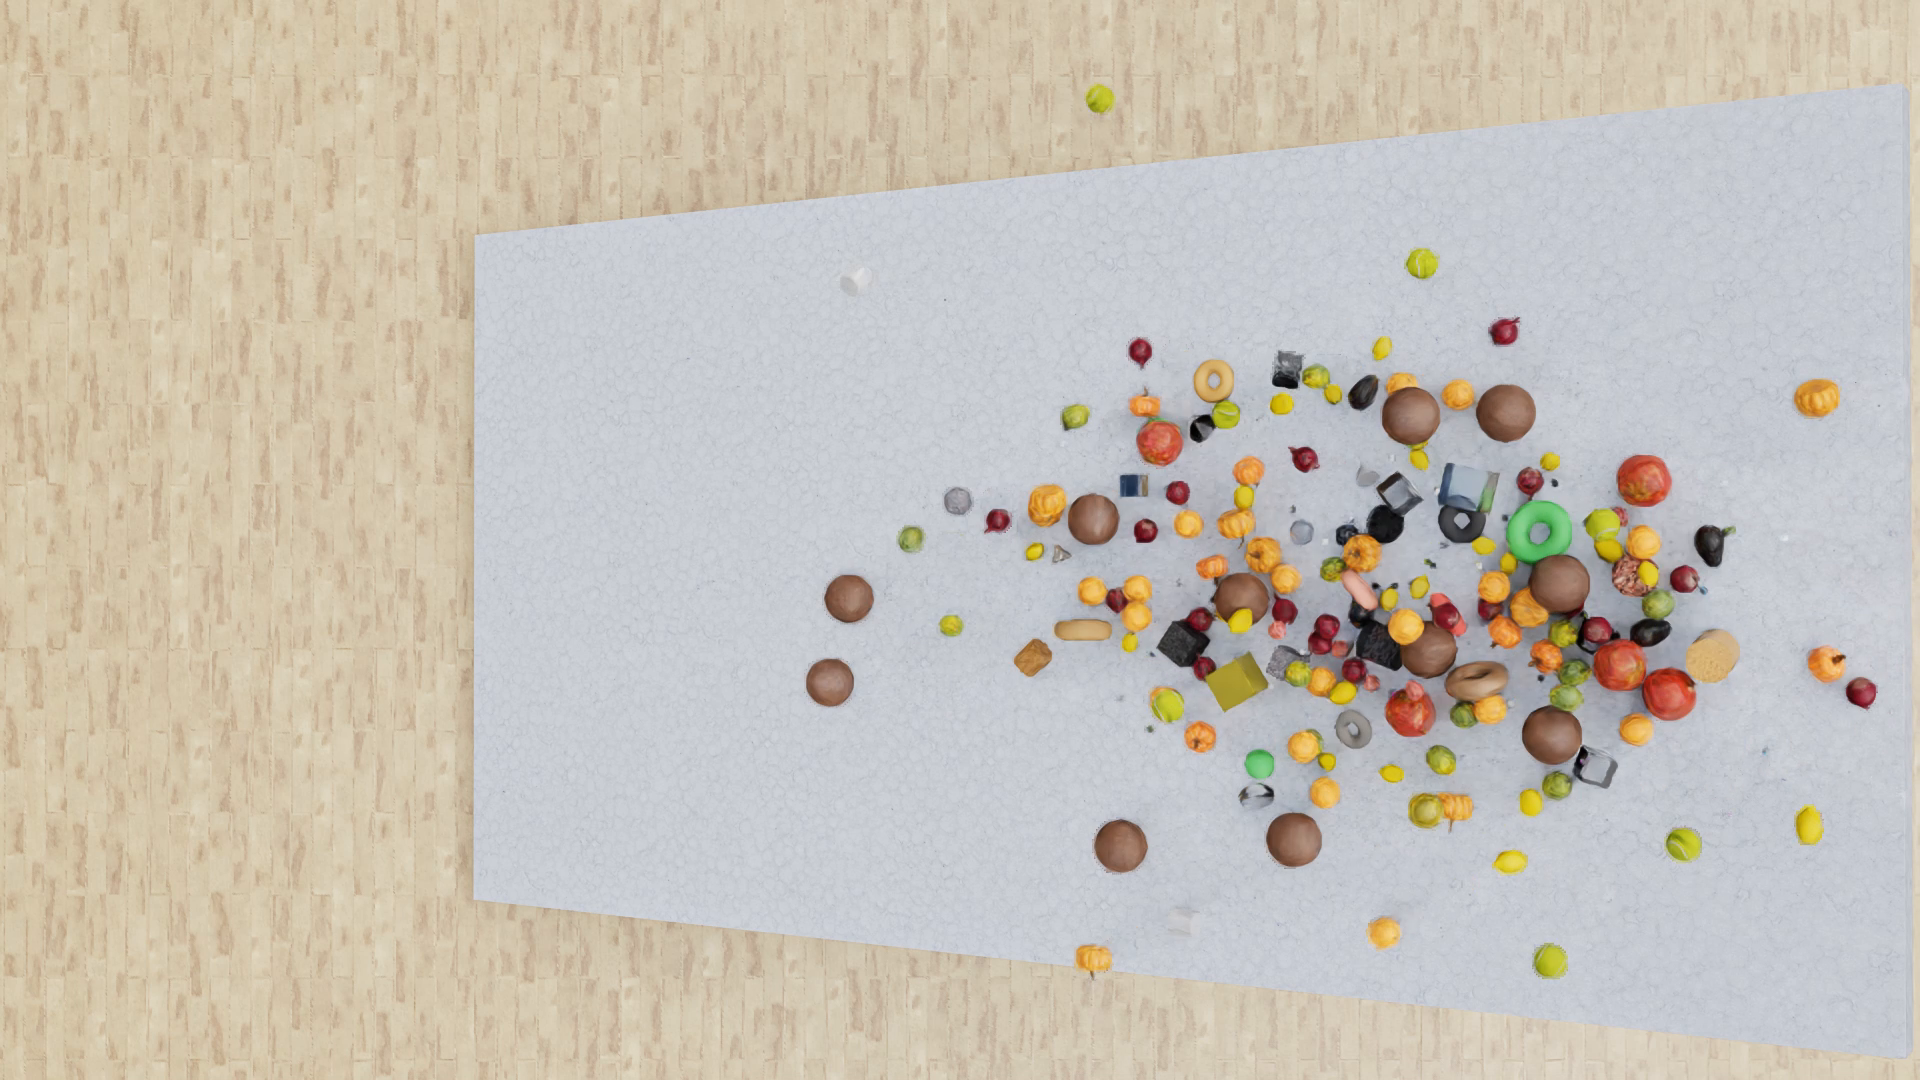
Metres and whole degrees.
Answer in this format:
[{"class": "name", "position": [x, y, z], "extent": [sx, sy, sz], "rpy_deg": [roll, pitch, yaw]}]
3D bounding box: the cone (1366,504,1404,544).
[{"class": "cone", "position": [0.961, -0.038, 5.056], "extent": [0.092, 0.092, 0.092], "rpy_deg": [0, 89, 32]}]

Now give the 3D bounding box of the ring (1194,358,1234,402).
[{"class": "ring", "position": [0.613, -0.384, 5.309], "extent": [0.108, 0.036, 0.108], "rpy_deg": [0, 90, 33]}]

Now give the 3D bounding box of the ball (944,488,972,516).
[{"class": "ball", "position": [-0.006, -0.100, 5.671], "extent": [0.071, 0.071, 0.071], "rpy_deg": [0, 89, 0]}]

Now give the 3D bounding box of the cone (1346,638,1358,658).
[{"class": "cone", "position": [0.933, 0.262, 5.111], "extent": [0.054, 0.054, 0.054], "rpy_deg": [27, 90, 2]}]

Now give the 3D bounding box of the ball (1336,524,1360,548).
[{"class": "ball", "position": [0.901, -0.010, 5.114], "extent": [0.056, 0.056, 0.056], "rpy_deg": [0, 89, 0]}]

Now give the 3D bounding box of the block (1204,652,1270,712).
[{"class": "block", "position": [0.659, 0.337, 5.230], "extent": [0.096, 0.096, 0.096], "rpy_deg": [-33, 83, 28]}]

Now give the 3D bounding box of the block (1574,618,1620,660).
[{"class": "block", "position": [1.388, 0.215, 4.791], "extent": [0.061, 0.061, 0.061], "rpy_deg": [18, 103, -14]}]

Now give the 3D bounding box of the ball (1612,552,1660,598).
[{"class": "ball", "position": [1.457, 0.076, 4.743], "extent": [0.098, 0.098, 0.098], "rpy_deg": [0, 89, 0]}]

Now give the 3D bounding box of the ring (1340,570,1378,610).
[{"class": "ring", "position": [0.909, 0.113, 5.009], "extent": [0.037, 0.112, 0.112], "rpy_deg": [-42, 90, 13]}]

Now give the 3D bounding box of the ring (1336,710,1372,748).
[{"class": "ring", "position": [0.914, 0.440, 5.108], "extent": [0.093, 0.031, 0.093], "rpy_deg": [14, 113, 37]}]

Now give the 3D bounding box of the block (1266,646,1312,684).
[{"class": "block", "position": [0.774, 0.294, 5.184], "extent": [0.067, 0.067, 0.067], "rpy_deg": [26, 103, 29]}]

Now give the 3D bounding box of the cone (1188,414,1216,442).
[{"class": "cone", "position": [0.570, -0.286, 5.337], "extent": [0.072, 0.072, 0.072], "rpy_deg": [-13, 122, -21]}]

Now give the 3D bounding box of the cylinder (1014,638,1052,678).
[{"class": "cylinder", "position": [0.185, 0.298, 5.549], "extent": [0.070, 0.070, 0.070], "rpy_deg": [46, 114, 0]}]

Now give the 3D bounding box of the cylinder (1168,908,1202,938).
[{"class": "cylinder", "position": [0.544, 0.926, 5.324], "extent": [0.063, 0.063, 0.063], "rpy_deg": [5, 89, 32]}]

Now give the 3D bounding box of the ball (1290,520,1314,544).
[{"class": "ball", "position": [0.804, -0.018, 5.173], "extent": [0.058, 0.058, 0.058], "rpy_deg": [0, 89, 0]}]

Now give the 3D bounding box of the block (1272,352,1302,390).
[{"class": "block", "position": [0.767, -0.397, 5.150], "extent": [0.059, 0.059, 0.059], "rpy_deg": [10, 64, 5]}]

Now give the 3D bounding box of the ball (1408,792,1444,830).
[{"class": "ball", "position": [1.022, 0.595, 4.827], "extent": [0.080, 0.080, 0.080], "rpy_deg": [0, 89, 0]}]

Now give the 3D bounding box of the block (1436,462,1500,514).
[{"class": "block", "position": [1.101, -0.112, 4.762], "extent": [0.091, 0.091, 0.091], "rpy_deg": [15, 96, 32]}]

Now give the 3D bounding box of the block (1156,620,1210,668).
[{"class": "block", "position": [0.541, 0.252, 5.323], "extent": [0.079, 0.079, 0.079], "rpy_deg": [40, 109, 26]}]

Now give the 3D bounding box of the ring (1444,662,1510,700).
[{"class": "ring", "position": [1.152, 0.313, 4.904], "extent": [0.144, 0.144, 0.048], "rpy_deg": [-17, 107, 0]}]

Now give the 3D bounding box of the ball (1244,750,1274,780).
[{"class": "ball", "position": [0.710, 0.531, 5.212], "extent": [0.072, 0.072, 0.072], "rpy_deg": [0, 89, 0]}]

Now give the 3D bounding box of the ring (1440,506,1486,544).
[{"class": "ring", "position": [1.137, -0.045, 4.980], "extent": [0.108, 0.036, 0.108], "rpy_deg": [1, 91, 32]}]

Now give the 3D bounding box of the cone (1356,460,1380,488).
[{"class": "cone", "position": [0.939, -0.163, 5.108], "extent": [0.056, 0.056, 0.056], "rpy_deg": [-13, 54, 0]}]

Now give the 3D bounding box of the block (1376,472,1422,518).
[{"class": "block", "position": [1.005, -0.105, 5.029], "extent": [0.065, 0.065, 0.065], "rpy_deg": [-39, 54, 19]}]

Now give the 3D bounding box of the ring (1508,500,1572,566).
[{"class": "ring", "position": [1.284, -0.015, 4.873], "extent": [0.149, 0.050, 0.149], "rpy_deg": [-7, 78, 34]}]

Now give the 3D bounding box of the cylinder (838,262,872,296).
[{"class": "cylinder", "position": [-0.268, -0.671, 5.662], "extent": [0.063, 0.063, 0.063], "rpy_deg": [41, 56, 0]}]

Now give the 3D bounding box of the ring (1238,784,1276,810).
[{"class": "ring", "position": [0.704, 0.609, 5.219], "extent": [0.087, 0.087, 0.029], "rpy_deg": [-1, 49, 0]}]

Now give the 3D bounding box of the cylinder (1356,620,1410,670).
[{"class": "cylinder", "position": [0.971, 0.241, 5.047], "extent": [0.091, 0.091, 0.091], "rpy_deg": [22, 89, 31]}]

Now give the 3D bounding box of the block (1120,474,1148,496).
[{"class": "block", "position": [0.429, -0.133, 5.412], "extent": [0.052, 0.052, 0.052], "rpy_deg": [-1, 89, 32]}]

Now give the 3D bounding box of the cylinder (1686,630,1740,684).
[{"class": "cylinder", "position": [1.592, 0.245, 4.649], "extent": [0.095, 0.095, 0.095], "rpy_deg": [7, 104, 28]}]

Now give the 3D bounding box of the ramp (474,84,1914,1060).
[{"class": "ramp", "position": [0.262, 0.072, 5.604], "extent": [4.000, 0.100, 2.000], "rpy_deg": [0, 89, 32]}]

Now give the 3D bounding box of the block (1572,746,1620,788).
[{"class": "block", "position": [1.383, 0.494, 4.787], "extent": [0.064, 0.064, 0.064], "rpy_deg": [15, 104, -8]}]

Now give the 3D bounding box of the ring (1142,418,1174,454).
[{"class": "ring", "position": [0.485, -0.256, 5.392], "extent": [0.087, 0.029, 0.087], "rpy_deg": [0, 91, 33]}]

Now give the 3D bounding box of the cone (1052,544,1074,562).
[{"class": "cone", "position": [0.262, 0.037, 5.531], "extent": [0.052, 0.052, 0.052], "rpy_deg": [11, 89, 9]}]
